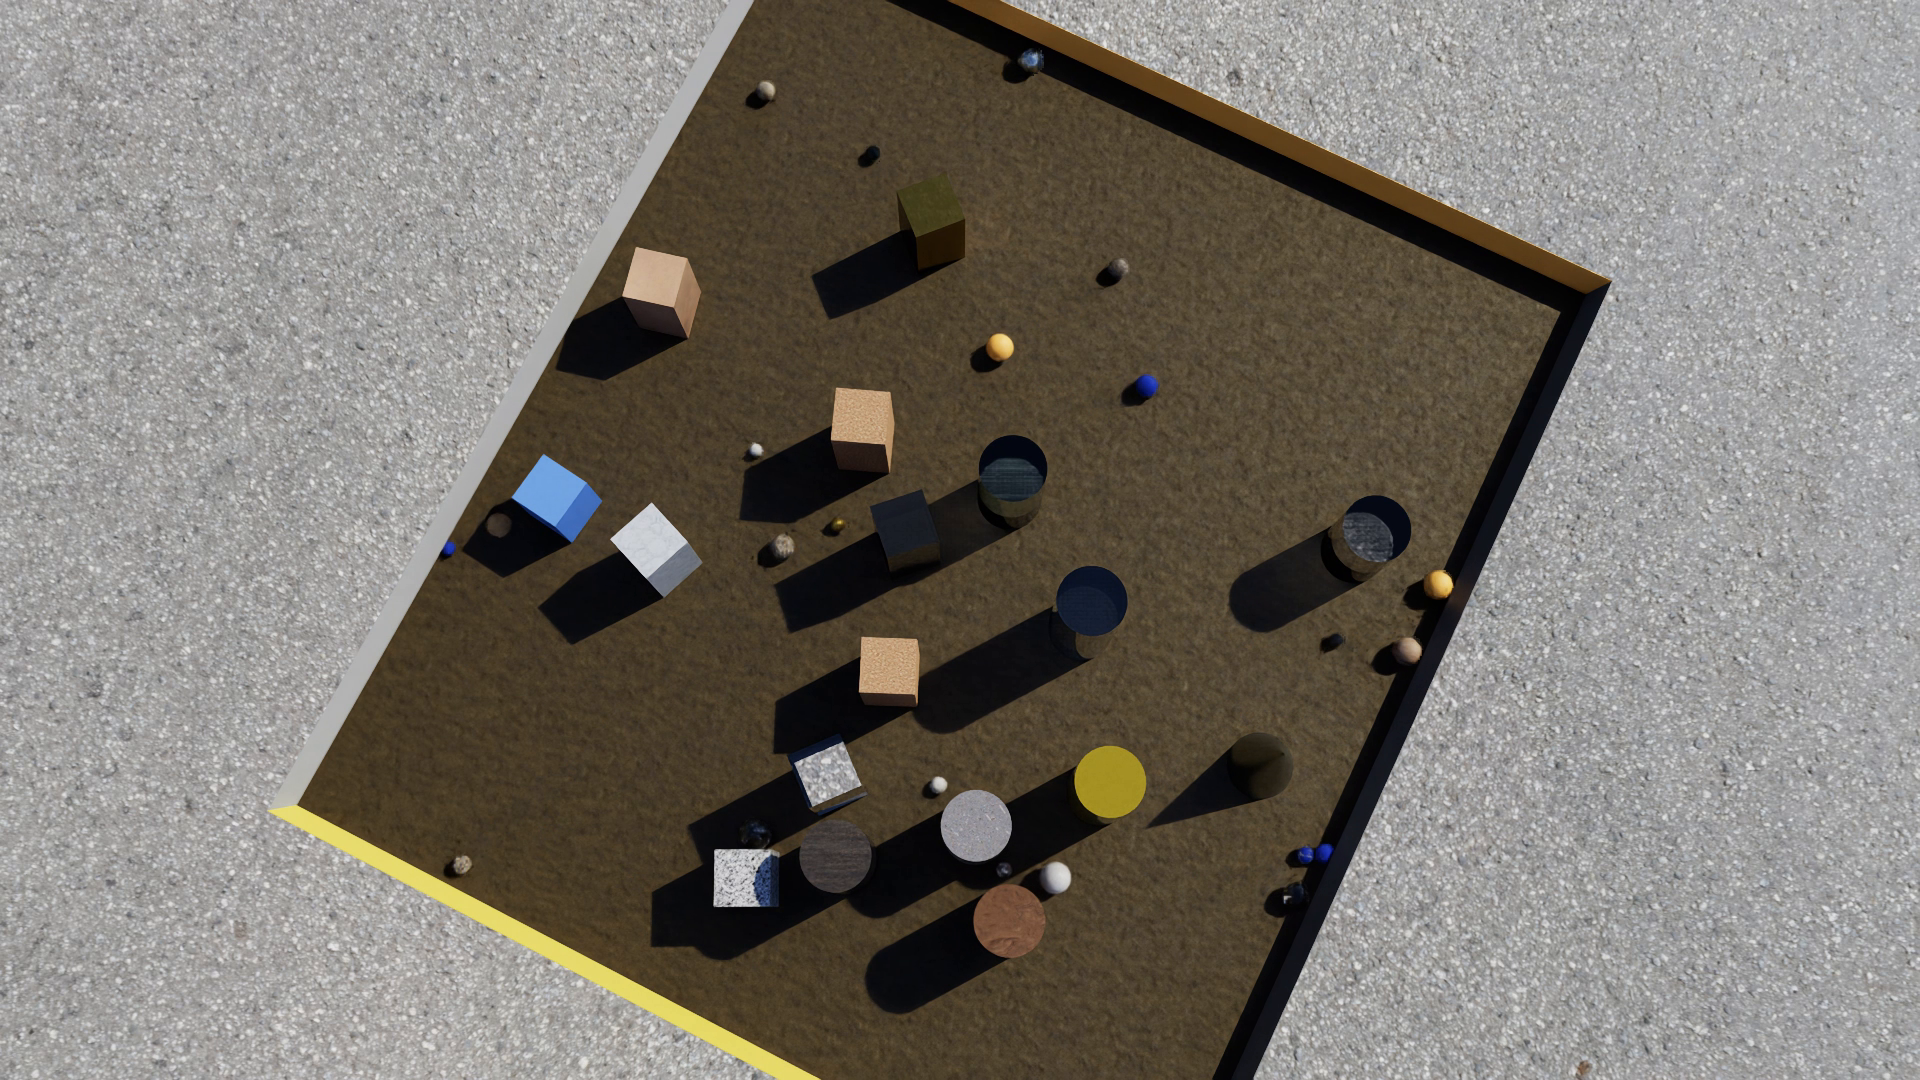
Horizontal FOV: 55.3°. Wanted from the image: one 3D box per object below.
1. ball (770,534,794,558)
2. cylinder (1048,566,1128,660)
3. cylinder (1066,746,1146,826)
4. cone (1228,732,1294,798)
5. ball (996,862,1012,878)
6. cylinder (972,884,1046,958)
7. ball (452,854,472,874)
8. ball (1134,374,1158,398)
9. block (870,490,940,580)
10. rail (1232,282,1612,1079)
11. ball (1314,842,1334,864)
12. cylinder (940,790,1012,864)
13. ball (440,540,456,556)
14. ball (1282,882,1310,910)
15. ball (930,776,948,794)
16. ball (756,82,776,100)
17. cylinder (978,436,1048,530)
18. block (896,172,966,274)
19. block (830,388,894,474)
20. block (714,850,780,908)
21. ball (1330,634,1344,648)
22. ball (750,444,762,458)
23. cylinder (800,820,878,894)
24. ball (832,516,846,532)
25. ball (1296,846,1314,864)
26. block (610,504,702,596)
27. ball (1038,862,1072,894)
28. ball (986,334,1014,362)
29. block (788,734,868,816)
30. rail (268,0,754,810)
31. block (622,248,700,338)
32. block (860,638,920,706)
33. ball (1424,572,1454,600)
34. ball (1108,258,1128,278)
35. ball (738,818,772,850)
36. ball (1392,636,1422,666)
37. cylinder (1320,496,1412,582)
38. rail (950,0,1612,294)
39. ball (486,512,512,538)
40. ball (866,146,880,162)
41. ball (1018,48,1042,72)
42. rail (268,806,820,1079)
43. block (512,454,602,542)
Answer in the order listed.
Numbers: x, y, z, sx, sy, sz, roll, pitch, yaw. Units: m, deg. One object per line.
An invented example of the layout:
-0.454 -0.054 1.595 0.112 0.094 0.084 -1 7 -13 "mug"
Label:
-0.540 0.020 5.574 0.075 0.075 0.075 0 78 0 "ball"
0.366 0.218 5.324 0.198 0.485 0.198 0 78 0 "cylinder"
0.415 0.709 5.259 0.198 0.413 0.198 0 78 0 "cylinder"
0.897 0.633 5.275 0.198 0.412 0.198 0 78 0 "cone"
0.129 0.970 5.392 0.046 0.046 0.046 0 78 0 "ball"
0.136 1.082 5.207 0.198 0.364 0.198 0 78 0 "cylinder"
-1.466 0.954 5.391 0.056 0.056 0.056 0 78 0 "ball"
0.577 -0.477 5.679 0.071 0.071 0.071 0 78 0 "ball"
-0.159 -0.012 5.437 0.159 0.357 0.159 -18 79 -4 "block"
1.265 0.626 5.420 0.045 0.129 3.250 26 80 5 "rail"
1.075 0.922 5.394 0.061 0.061 0.061 0 78 0 "ball"
0.045 0.830 5.273 0.198 0.336 0.198 0 78 0 "cylinder"
-1.561 0.025 5.588 0.046 0.046 0.046 0 78 0 "ball"
0.984 1.041 5.360 0.081 0.081 0.081 0 78 0 "ball"
-0.063 0.728 5.440 0.051 0.051 0.051 0 78 0 "ball"
-0.625 -1.441 5.884 0.061 0.061 0.061 0 78 0 "ball"
0.153 -0.168 5.456 0.198 0.382 0.198 0 78 0 "cylinder"
-0.087 -0.971 5.651 0.159 0.326 0.159 -21 79 -4 "block"
-0.289 -0.325 5.505 0.159 0.350 0.159 5 78 1 "block"
-0.613 0.977 5.287 0.159 0.249 0.159 -1 78 0 "block"
1.136 0.302 5.532 0.043 0.043 0.043 0 78 0 "ball"
-0.629 -0.276 5.653 0.041 0.041 0.041 0 78 0 "ball"
-0.341 0.906 5.218 0.198 0.413 0.198 0 78 0 "cylinder"
-0.371 -0.048 5.603 0.046 0.046 0.046 0 78 0 "ball"
1.018 0.927 5.399 0.051 0.051 0.051 0 78 0 "ball"
-0.898 0.034 5.447 0.159 0.319 0.159 -42 81 -8 "block"
0.278 0.989 5.364 0.094 0.094 0.094 0 78 0 "ball"
0.124 -0.597 5.697 0.085 0.085 0.085 0 78 0 "ball"
-0.378 0.679 5.281 0.159 0.381 0.159 -23 79 -5 "block"
-1.265 -0.613 5.677 0.045 0.129 3.250 26 80 5 "rail"
-0.912 -0.755 5.620 0.159 0.299 0.159 13 79 3 "block"
-0.205 0.390 5.374 0.159 0.317 0.159 2 78 0 "block"
1.446 0.139 5.543 0.088 0.088 0.088 0 78 0 "ball"
0.498 -0.852 5.761 0.063 0.063 0.063 0 78 0 "ball"
-0.604 0.865 5.387 0.099 0.099 0.099 0 78 0 "ball"
1.341 0.334 5.503 0.087 0.087 0.087 0 78 0 "ball"
1.203 0.001 5.447 0.198 0.331 0.198 0 78 0 "cylinder"
0.716 -1.395 5.839 2.877 0.129 0.045 26 80 5 "rail"
-1.406 -0.046 5.588 0.075 0.075 0.075 0 78 0 "ball"
-0.278 -1.233 5.848 0.048 0.048 0.048 0 78 0 "ball"
0.223 -1.544 5.896 0.079 0.079 0.079 0 78 0 "ball"
-0.716 1.409 5.258 2.877 0.129 0.045 26 80 5 "rail"
-1.211 -0.123 5.520 0.159 0.239 0.159 33 80 6 "block"
